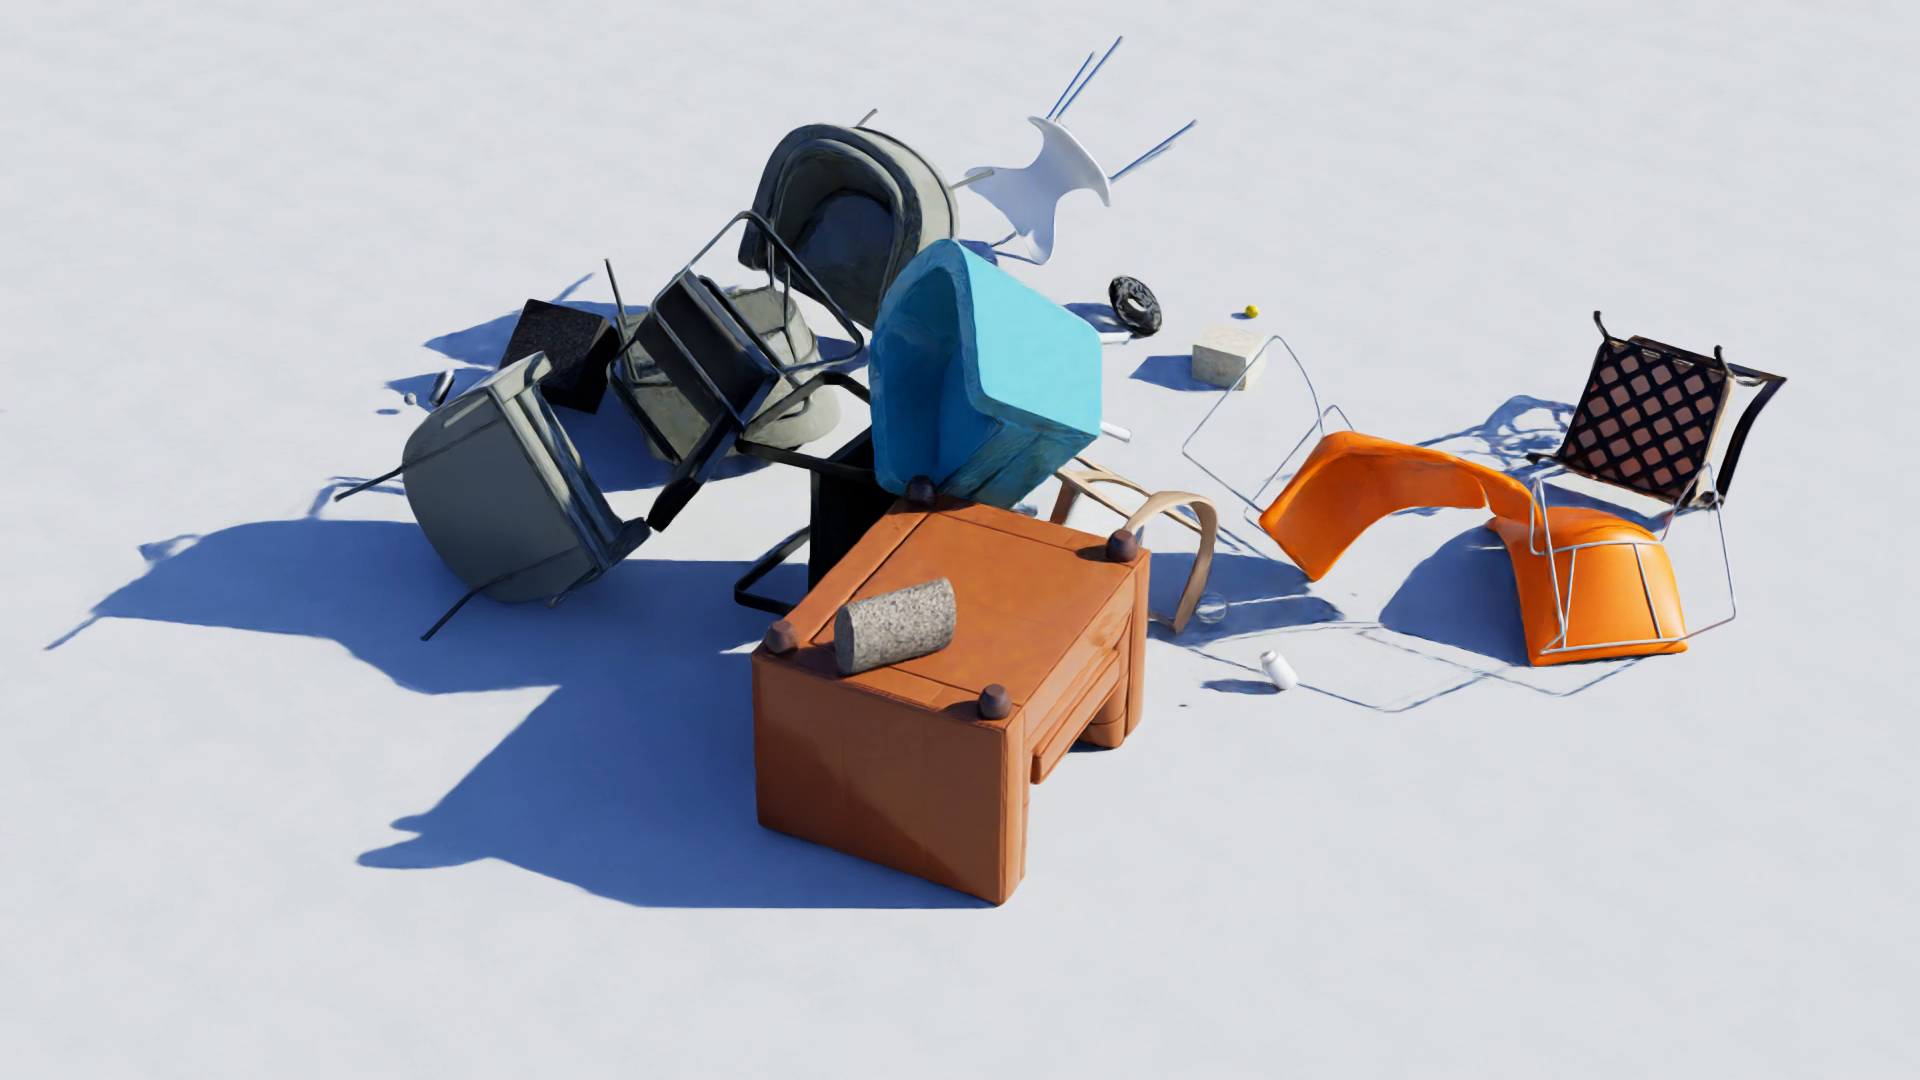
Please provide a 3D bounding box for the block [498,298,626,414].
[{"bbox_3d":[-1.590,-0.733,11.703,0.353,0.231,0.334,15,74,21],"label":"block"}]

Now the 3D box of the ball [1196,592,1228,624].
[{"bbox_3d":[0.898,0.243,10.470,0.115,0.115,0.115,0,33,0],"label":"ball"}]

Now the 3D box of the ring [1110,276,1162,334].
[{"bbox_3d":[0.737,-0.987,12.308,0.196,0.082,0.345,-10,50,-24],"label":"ring"}]

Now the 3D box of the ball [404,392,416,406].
[{"bbox_3d":[-2.191,-0.562,11.688,0.051,0.051,0.051,0,33,0],"label":"ball"}]

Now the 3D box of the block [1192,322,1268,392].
[{"bbox_3d":[1.095,-0.746,11.932,0.238,0.159,0.206,16,37,23],"label":"block"}]

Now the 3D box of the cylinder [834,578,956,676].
[{"bbox_3d":[-0.200,0.265,9.000,0.339,0.291,0.147,-15,52,-21],"label":"cylinder"}]

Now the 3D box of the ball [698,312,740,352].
[{"bbox_3d":[-0.907,-0.782,11.017,0.157,0.157,0.157,0,33,0],"label":"ball"}]
